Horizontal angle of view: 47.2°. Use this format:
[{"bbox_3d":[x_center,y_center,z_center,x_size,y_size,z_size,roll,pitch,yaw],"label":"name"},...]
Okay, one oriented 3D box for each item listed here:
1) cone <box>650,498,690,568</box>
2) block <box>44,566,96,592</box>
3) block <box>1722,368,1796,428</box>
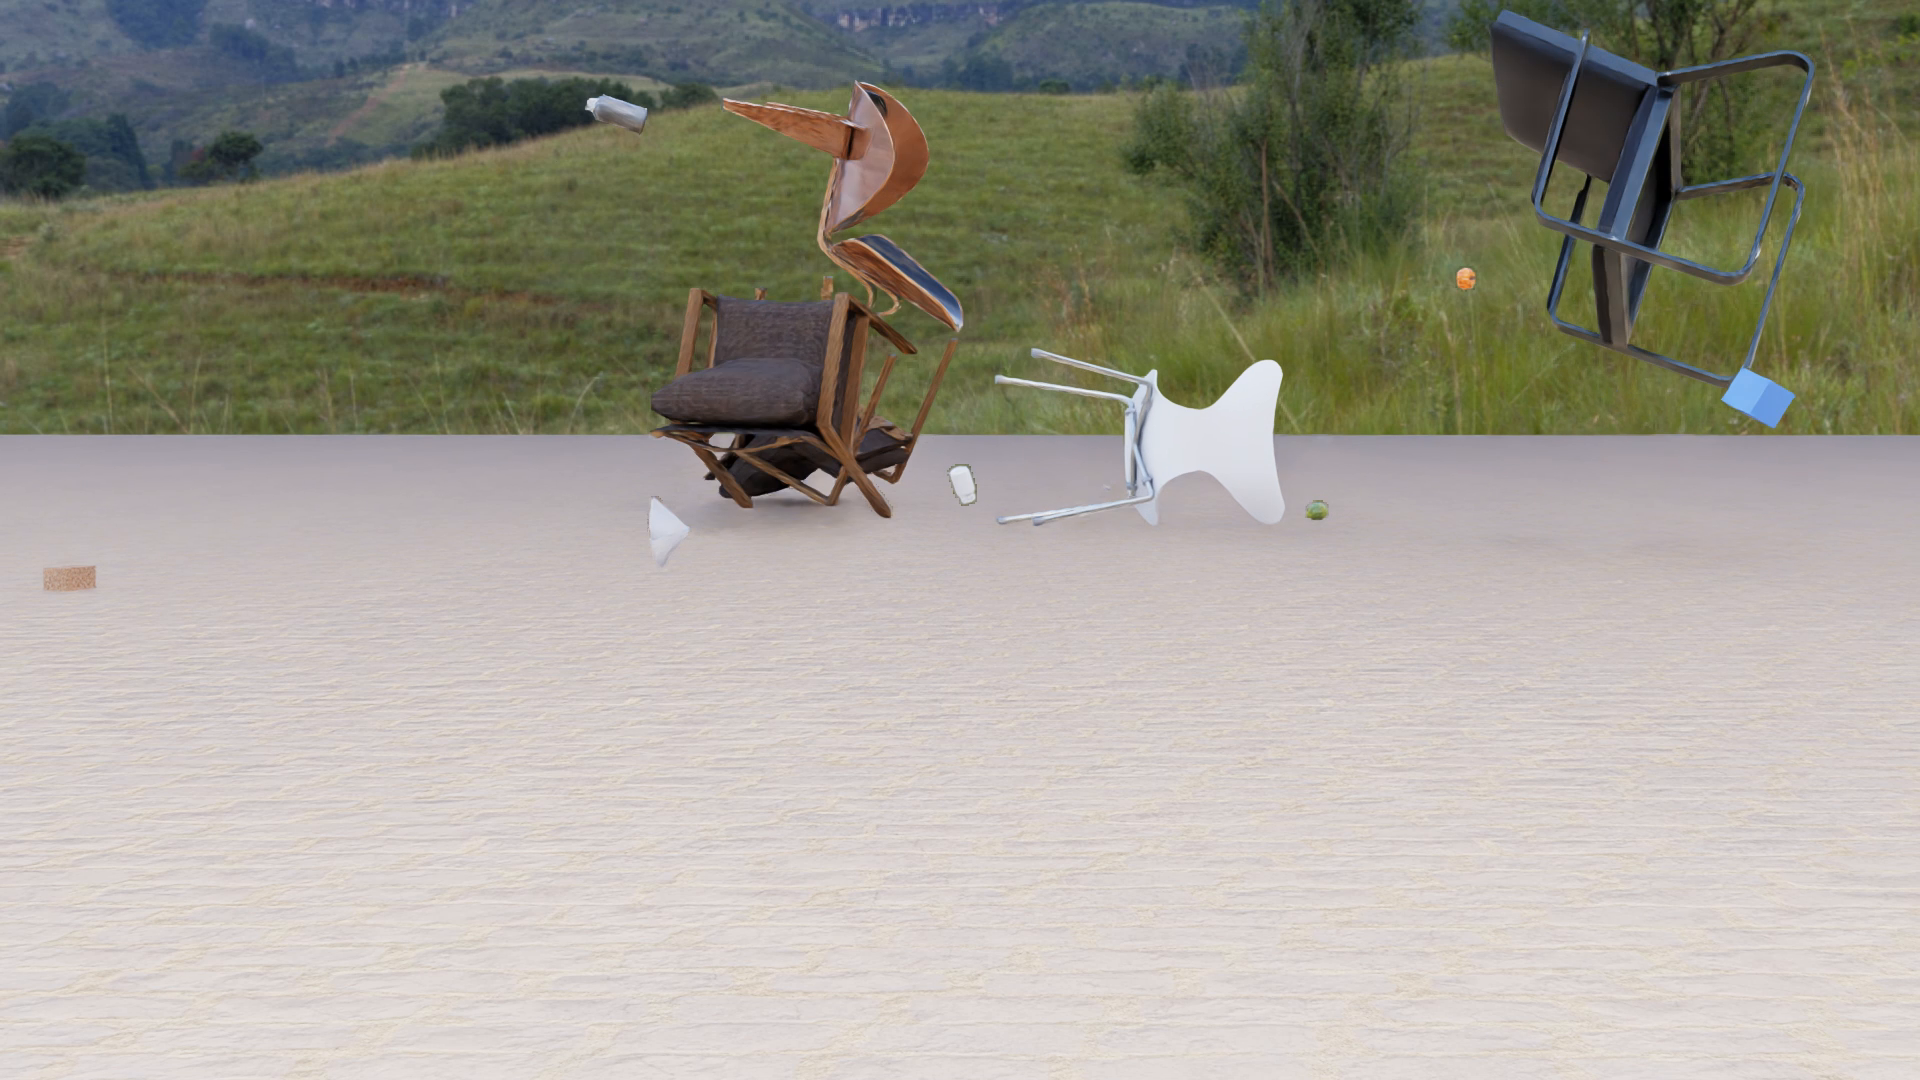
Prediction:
[{"bbox_3d":[-0.716,-0.022,5.507,0.087,0.177,0.104,-6,-5,14],"label":"cone"},{"bbox_3d":[-1.996,0.086,4.930,0.061,0.050,0.094,2,4,21],"label":"block"},{"bbox_3d":[1.717,-0.306,4.731,0.073,0.083,0.111,25,12,-20],"label":"block"}]
